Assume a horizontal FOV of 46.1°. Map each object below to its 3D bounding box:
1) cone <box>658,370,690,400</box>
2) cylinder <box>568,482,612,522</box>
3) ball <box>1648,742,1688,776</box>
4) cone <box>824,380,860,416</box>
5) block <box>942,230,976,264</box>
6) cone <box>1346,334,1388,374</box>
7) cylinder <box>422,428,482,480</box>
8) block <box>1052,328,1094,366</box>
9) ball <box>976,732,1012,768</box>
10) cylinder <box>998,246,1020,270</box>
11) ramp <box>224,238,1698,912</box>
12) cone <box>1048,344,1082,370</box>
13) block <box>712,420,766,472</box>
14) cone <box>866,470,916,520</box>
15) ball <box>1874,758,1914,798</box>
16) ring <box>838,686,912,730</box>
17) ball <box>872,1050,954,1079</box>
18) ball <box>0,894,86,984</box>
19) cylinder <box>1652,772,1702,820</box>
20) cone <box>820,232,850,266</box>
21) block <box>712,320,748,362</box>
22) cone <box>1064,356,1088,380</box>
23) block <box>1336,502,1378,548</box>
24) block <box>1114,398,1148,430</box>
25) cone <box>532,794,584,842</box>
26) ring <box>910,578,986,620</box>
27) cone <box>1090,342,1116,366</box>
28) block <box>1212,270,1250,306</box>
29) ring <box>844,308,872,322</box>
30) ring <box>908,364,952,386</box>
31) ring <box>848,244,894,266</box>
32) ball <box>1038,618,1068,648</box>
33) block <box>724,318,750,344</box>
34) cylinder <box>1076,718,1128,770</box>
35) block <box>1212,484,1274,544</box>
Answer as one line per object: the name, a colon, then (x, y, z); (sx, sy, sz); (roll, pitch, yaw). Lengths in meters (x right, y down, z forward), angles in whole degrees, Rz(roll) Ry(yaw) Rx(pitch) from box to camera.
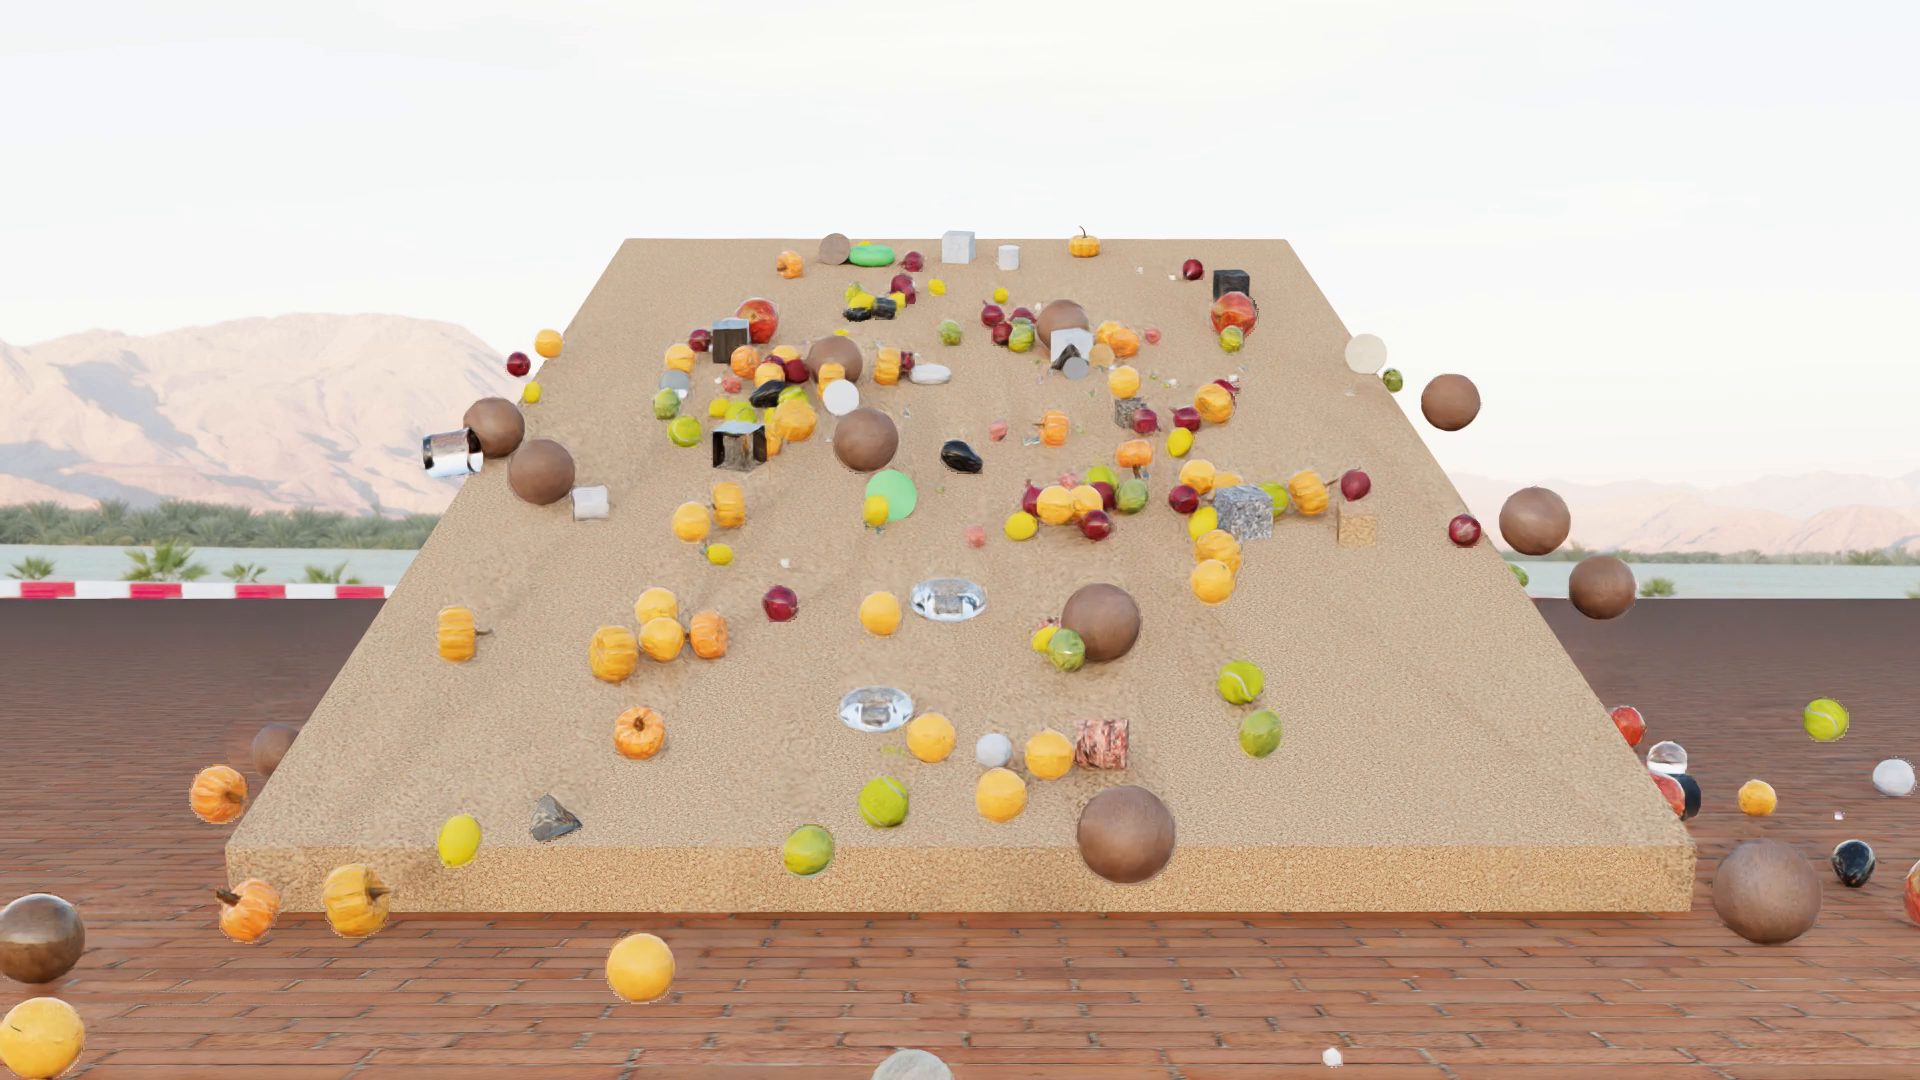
cone: (-0.650, -0.349, 5.183); (0.072, 0.072, 0.072); (0, -8, 3)
cylinder: (-0.712, -0.070, 4.344); (0.063, 0.063, 0.063); (23, -12, -25)
ball: (1.644, 0.514, 5.245); (0.091, 0.091, 0.091); (0, -1, 0)
cone: (-0.276, -0.312, 5.072); (0.082, 0.082, 0.082); (0, -8, -16)
block: (-0.004, -0.848, 6.533); (0.079, 0.079, 0.079); (5, 20, 13)
cone: (0.972, -0.436, 5.420); (0.099, 0.099, 0.099); (0, -7, 6)
cylinder: (-1.039, -0.177, 4.620); (0.093, 0.093, 0.093); (-8, -2, 7)
block: (0.270, -0.463, 5.448); (0.075, 0.075, 0.075); (-8, 21, -22)
ball: (0.050, 0.307, 3.296); (0.052, 0.052, 0.052); (0, -1, 0)
cylinder: (0.139, -0.805, 6.440); (0.060, 0.060, 0.060); (0, 19, 0)
ramp: (-0.005, -0.202, 4.967); (2.000, 0.100, 4.000); (0, 19, 0)
cone: (0.244, -0.422, 5.390); (0.075, 0.075, 0.075); (-22, -11, 25)
block: (-0.456, -0.194, 4.670); (0.082, 0.082, 0.082); (8, 21, 20)
cone: (-0.144, -0.079, 4.402); (0.099, 0.099, 0.099); (0, -8, -12)
ball: (1.998, 0.509, 4.830); (0.083, 0.083, 0.083); (0, -1, 0)
ring: (-0.129, 0.258, 3.456); (0.115, 0.038, 0.115); (-1, 20, 0)
ball: (-0.038, 0.445, 1.808); (0.072, 0.072, 0.072); (0, -1, 0)
ball: (-1.035, 0.447, 2.533); (0.100, 0.100, 0.100); (0, -1, 0)
cylinder: (1.338, 0.490, 4.279); (0.091, 0.091, 0.091); (-1, 0, -34)
cone: (-0.346, -0.829, 6.532); (0.096, 0.096, 0.096); (0, -8, 17)
block: (-0.558, -0.483, 5.486); (0.084, 0.084, 0.084); (-2, 19, -5)
cone: (0.270, -0.399, 5.338); (0.059, 0.059, 0.059); (0, -7, -4)
block: (0.742, -0.028, 4.227); (0.067, 0.067, 0.067); (2, 19, 4)
block: (0.375, -0.277, 4.951); (0.055, 0.055, 0.055); (-5, 20, -15)
cone: (-0.543, 0.387, 3.098); (0.065, 0.065, 0.065); (18, -12, -37)
ring: (-0.020, 0.102, 3.890); (0.134, 0.045, 0.134); (1, 19, 0)
cone: (0.345, -0.436, 5.441); (0.062, 0.062, 0.062); (0, -20, 3)
block: (0.726, -0.677, 6.050); (0.079, 0.079, 0.079); (-3, 20, -7)
ring: (-0.267, -0.587, 5.871); (0.075, 0.025, 0.075); (0, 19, 0)
ring: (-0.071, -0.387, 5.295); (0.100, 0.033, 0.100); (0, 18, 0)
ring: (-0.255, -0.818, 6.500); (0.136, 0.045, 0.136); (1, 19, 0)
ball: (0.153, 0.153, 3.735); (0.050, 0.050, 0.050); (0, -1, 0)
block: (-0.560, -0.507, 5.574); (0.060, 0.060, 0.060); (7, 32, 19)
cylinder: (0.208, 0.296, 3.295); (0.071, 0.071, 0.071); (3, -1, 8)
block: (0.534, -0.050, 4.263); (0.083, 0.083, 0.083); (-6, 20, -17)
